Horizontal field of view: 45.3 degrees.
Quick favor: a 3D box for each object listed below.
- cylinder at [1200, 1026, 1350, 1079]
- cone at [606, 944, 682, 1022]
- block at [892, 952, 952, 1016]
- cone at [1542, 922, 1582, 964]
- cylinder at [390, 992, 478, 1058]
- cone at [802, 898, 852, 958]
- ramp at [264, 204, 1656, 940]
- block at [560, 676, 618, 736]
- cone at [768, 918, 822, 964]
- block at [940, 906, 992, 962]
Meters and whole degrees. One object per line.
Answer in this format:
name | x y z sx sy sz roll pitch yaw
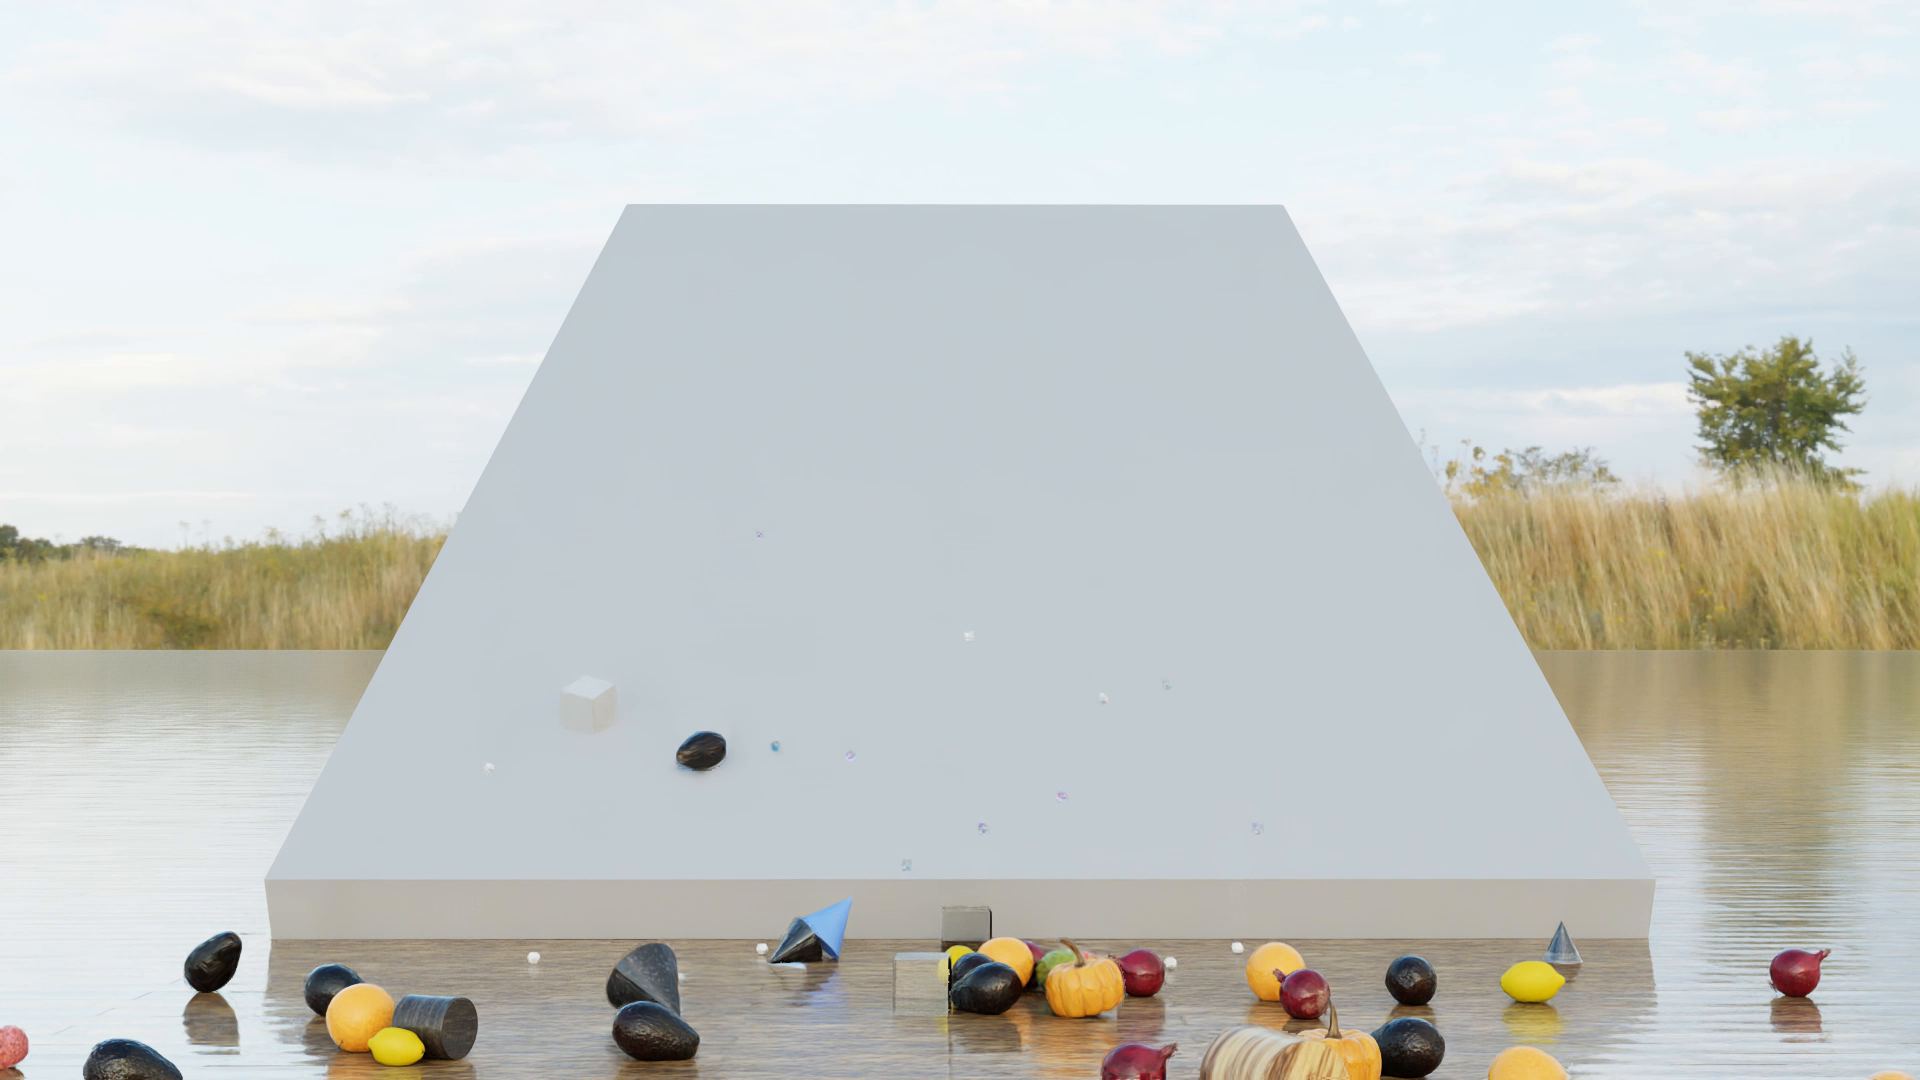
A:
cylinder | 0.271 0.472 1.982 0.094 0.094 0.094 1 -3 -27
cone | -0.343 0.528 2.645 0.092 0.092 0.092 2 23 -40
block | -0.044 0.519 2.688 0.064 0.064 0.064 0 -3 3
cone | 0.815 0.542 3.112 0.055 0.055 0.055 0 -3 0
cylinder | -0.546 0.505 2.389 0.063 0.063 0.063 -13 -8 27
cone | -0.171 0.516 3.137 0.078 0.078 0.078 36 -19 14
ramp | -0.007 -0.222 5.174 2.000 0.100 4.000 0 22 0
block | -0.604 0.269 3.748 0.065 0.065 0.065 12 25 26
cone | -0.232 0.554 3.094 0.066 0.066 0.066 -29 13 -29
block | 0.008 0.538 3.146 0.067 0.067 0.067 0 -3 -3
